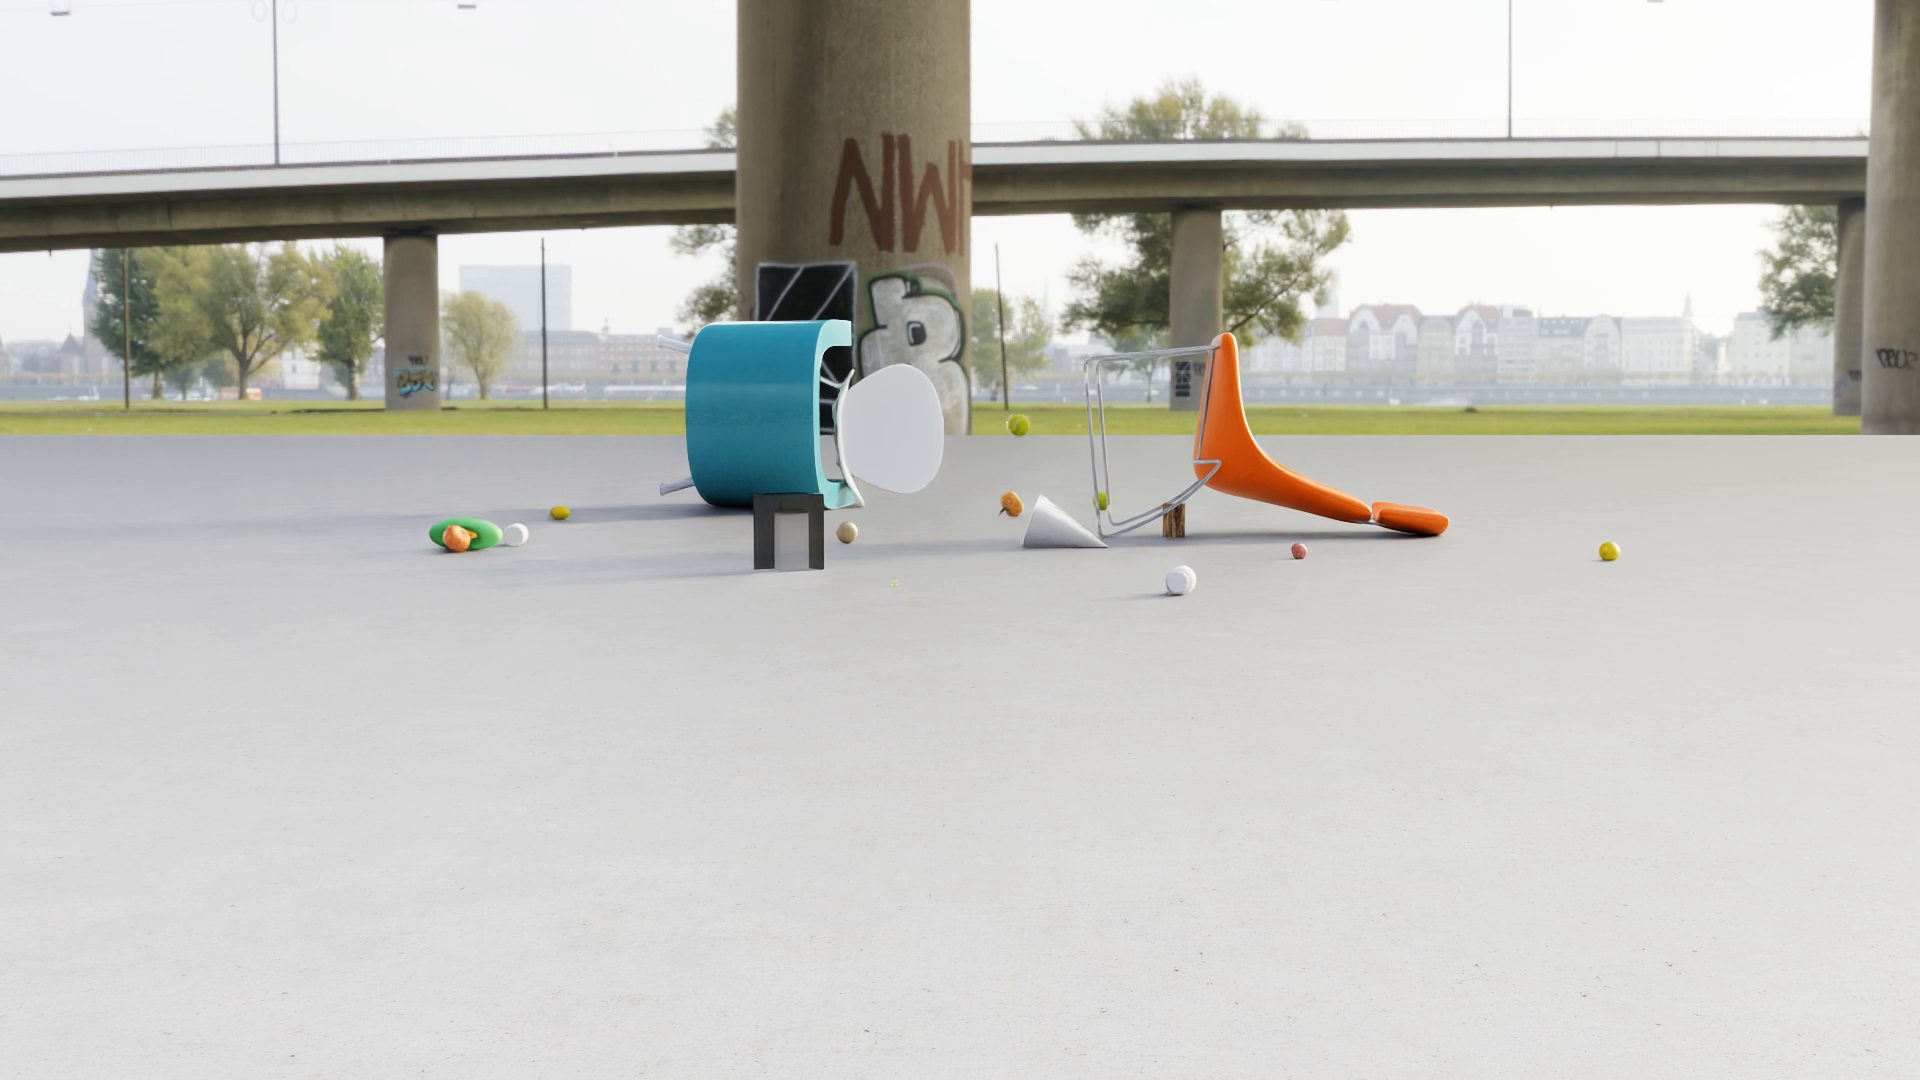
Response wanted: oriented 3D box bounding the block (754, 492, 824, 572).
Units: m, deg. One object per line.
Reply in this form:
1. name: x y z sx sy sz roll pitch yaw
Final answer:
1. block: -0.425 -0.020 5.461 0.136 0.189 0.109 -3 5 -41

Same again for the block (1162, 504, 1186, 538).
1. block: 0.650 -0.060 6.678 0.066 0.102 0.038 1 4 10

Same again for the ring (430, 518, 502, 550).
1. ring: -1.380 -0.017 6.141 0.208 0.091 0.069 2 17 3

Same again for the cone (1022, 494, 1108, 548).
1. cone: 0.314 -0.016 6.226 0.234 0.158 0.238 19 -4 3

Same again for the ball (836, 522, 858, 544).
1. ball: -0.329 -0.022 6.404 0.064 0.064 0.064 0 4 0
